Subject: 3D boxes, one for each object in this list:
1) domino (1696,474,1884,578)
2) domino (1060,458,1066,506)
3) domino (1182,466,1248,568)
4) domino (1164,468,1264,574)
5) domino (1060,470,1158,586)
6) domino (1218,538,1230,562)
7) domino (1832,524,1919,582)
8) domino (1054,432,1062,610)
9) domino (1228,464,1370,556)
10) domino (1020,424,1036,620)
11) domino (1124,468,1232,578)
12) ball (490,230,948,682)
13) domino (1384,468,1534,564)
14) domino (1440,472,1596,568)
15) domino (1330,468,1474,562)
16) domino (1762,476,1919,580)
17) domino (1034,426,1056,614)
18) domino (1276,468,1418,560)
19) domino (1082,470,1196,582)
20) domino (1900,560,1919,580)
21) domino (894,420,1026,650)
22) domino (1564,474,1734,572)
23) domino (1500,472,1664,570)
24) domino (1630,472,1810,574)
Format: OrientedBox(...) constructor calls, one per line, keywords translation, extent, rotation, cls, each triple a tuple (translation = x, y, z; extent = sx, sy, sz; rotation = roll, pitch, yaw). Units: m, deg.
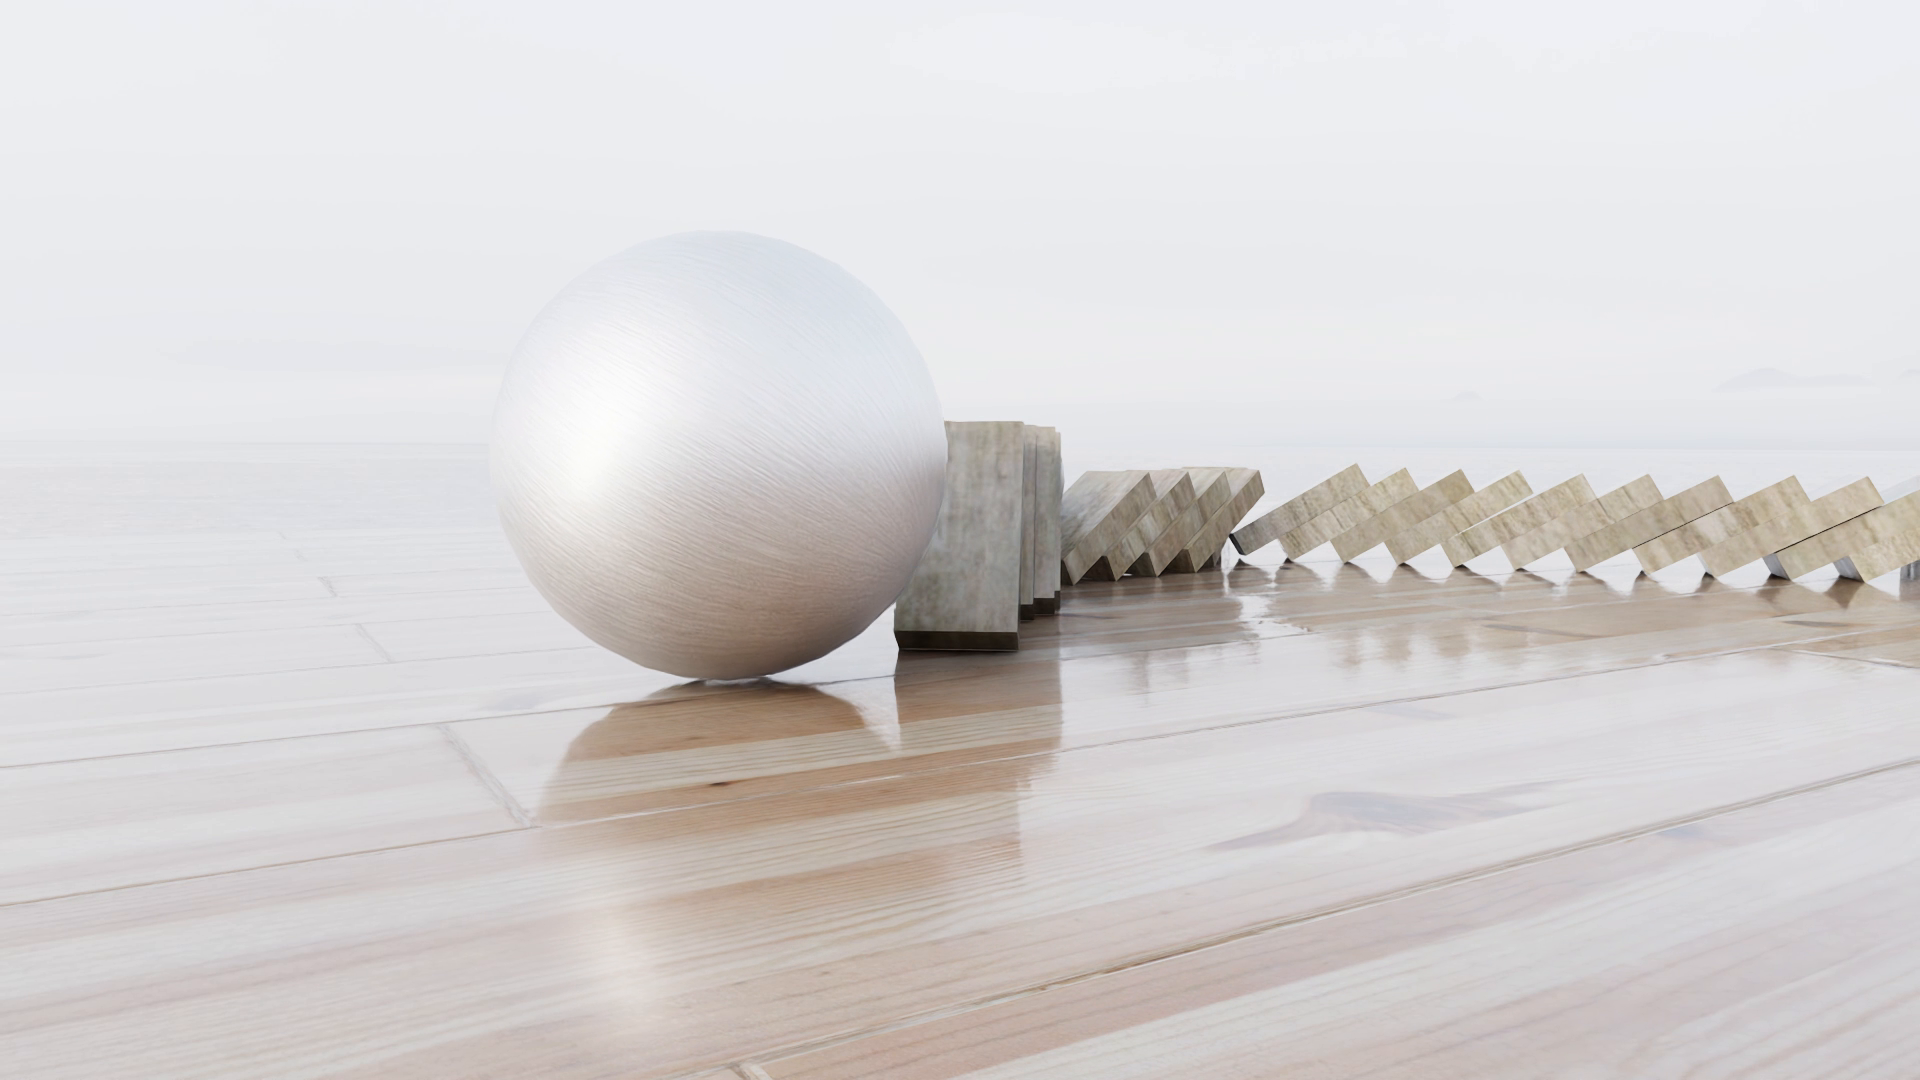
OrientedBox(translation=(0.262, -0.005, 0.409), extent=(0.050, 0.010, 0.025), rotation=(-30, -8, 23), cls="domino")
OrientedBox(translation=(0.017, -0.006, 0.392), extent=(0.025, 0.010, 0.050), rotation=(0, 41, 13), cls="domino")
OrientedBox(translation=(0.086, -0.009, 0.465), extent=(0.025, 0.010, 0.050), rotation=(2, 36, 29), cls="domino")
OrientedBox(translation=(0.082, -0.008, 0.443), extent=(0.025, 0.009, 0.050), rotation=(6, 37, 43), cls="domino")
OrientedBox(translation=(0.038, -0.005, 0.406), extent=(0.025, 0.010, 0.050), rotation=(4, 36, 43), cls="domino")
OrientedBox(translation=(0.089, 0.001, 0.490), extent=(0.025, 0.010, 0.050), rotation=(1, 4, 15), cls="domino")
OrientedBox(translation=(0.301, -0.004, 0.398), extent=(0.050, 0.009, 0.025), rotation=(-29, -6, 19), cls="domino")
OrientedBox(translation=(0.014, -0.006, 0.341), extent=(0.025, 0.050, 0.009), rotation=(0, -32, 4), cls="domino")
OrientedBox(translation=(0.123, -0.011, 0.471), extent=(0.050, 0.010, 0.025), rotation=(-30, -3, 6), cls="domino")
OrientedBox(translation=(0.006, -0.005, 0.317), extent=(0.025, 0.050, 0.010), rotation=(0, -28, 5), cls="domino")
OrientedBox(translation=(0.067, -0.007, 0.431), extent=(0.025, 0.009, 0.050), rotation=(5, 37, 43), cls="domino")
OrientedBox(translation=(-0.042, -0.015, 0.231), extent=(0.080, 0.080, 0.080), rotation=(0, 4, 0), cls="ball")
OrientedBox(translation=(0.175, -0.008, 0.452), extent=(0.050, 0.009, 0.025), rotation=(-31, -7, 19), cls="domino")
OrientedBox(translation=(0.192, -0.007, 0.442), extent=(0.050, 0.009, 0.025), rotation=(-31, -9, 23), cls="domino")
OrientedBox(translation=(0.157, -0.009, 0.459), extent=(0.050, 0.009, 0.025), rotation=(-31, -5, 16), cls="domino")
OrientedBox(translation=(0.282, -0.004, 0.404), extent=(0.050, 0.010, 0.025), rotation=(-29, -6, 19), cls="domino")
OrientedBox(translation=(0.012, -0.006, 0.328), extent=(0.025, 0.050, 0.010), rotation=(0, -29, 4), cls="domino")
OrientedBox(translation=(0.139, -0.010, 0.466), extent=(0.050, 0.009, 0.025), rotation=(-30, -3, 10), cls="domino")
OrientedBox(translation=(0.053, -0.006, 0.418), extent=(0.025, 0.010, 0.050), rotation=(5, 37, 44), cls="domino")
OrientedBox(translation=(0.323, 0.008, 0.394), extent=(0.050, 0.010, 0.025), rotation=(1, 4, 17), cls="domino")
OrientedBox(translation=(0.001, -0.002, 0.273), extent=(0.025, 0.050, 0.010), rotation=(0, -28, 6), cls="domino")
OrientedBox(translation=(0.227, -0.006, 0.425), extent=(0.050, 0.009, 0.025), rotation=(-30, -9, 24), cls="domino")
OrientedBox(translation=(0.209, -0.006, 0.434), extent=(0.050, 0.010, 0.025), rotation=(-30, -9, 23), cls="domino")
OrientedBox(translation=(0.245, -0.005, 0.416), extent=(0.050, 0.010, 0.025), rotation=(-30, -8, 23), cls="domino")
